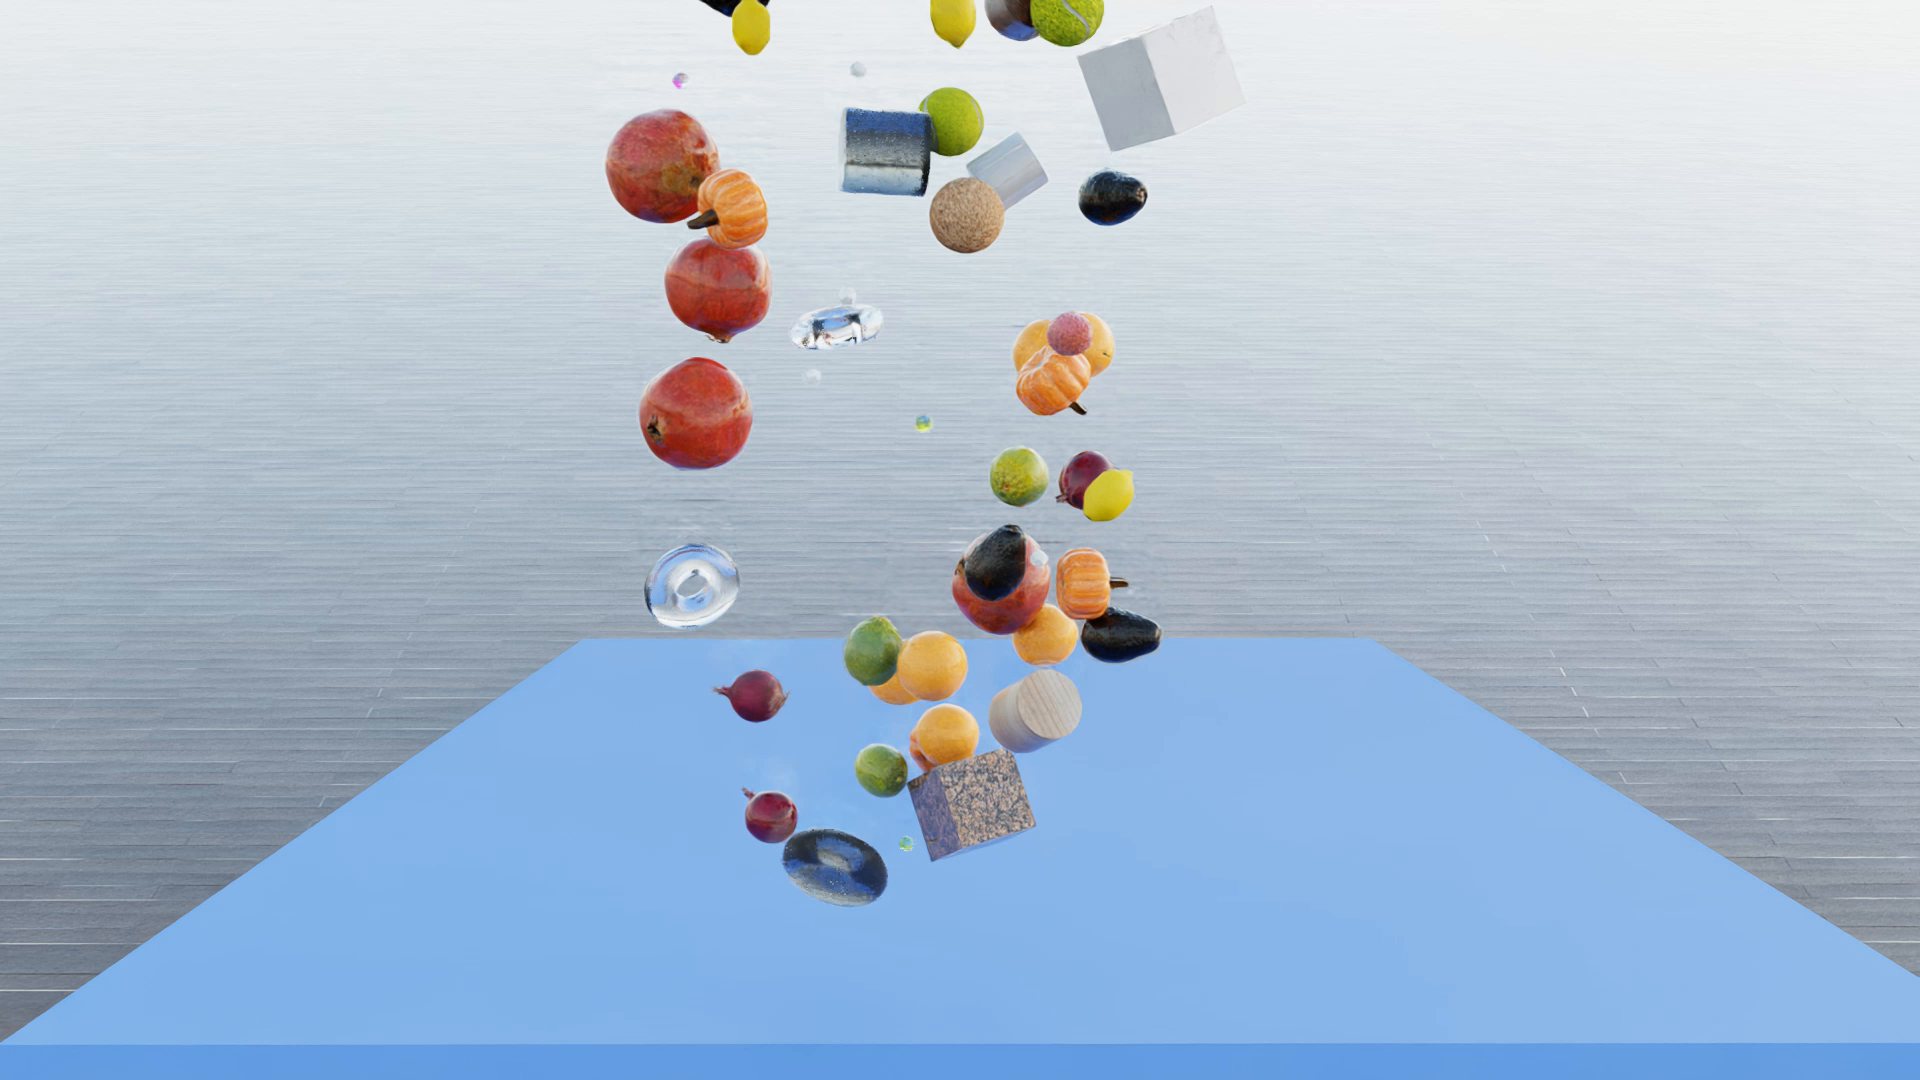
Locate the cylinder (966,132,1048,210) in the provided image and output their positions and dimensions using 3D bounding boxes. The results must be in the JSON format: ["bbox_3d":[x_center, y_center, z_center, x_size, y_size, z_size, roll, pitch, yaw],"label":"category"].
[{"bbox_3d":[0.047,-0.368,2.576,0.061,0.061,0.061,-34,24,0],"label":"cylinder"}]

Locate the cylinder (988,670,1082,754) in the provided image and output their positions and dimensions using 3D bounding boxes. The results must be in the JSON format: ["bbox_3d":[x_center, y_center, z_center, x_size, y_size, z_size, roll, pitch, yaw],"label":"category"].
[{"bbox_3d":[0.072,0.165,2.470,0.068,0.068,0.068,-11,-11,-27],"label":"cylinder"}]

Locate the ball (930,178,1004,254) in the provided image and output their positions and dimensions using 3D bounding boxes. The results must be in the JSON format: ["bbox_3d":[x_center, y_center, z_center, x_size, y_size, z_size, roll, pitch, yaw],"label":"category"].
[{"bbox_3d":[0.007,-0.318,2.513,0.074,0.074,0.074,0,20,0],"label":"ball"}]

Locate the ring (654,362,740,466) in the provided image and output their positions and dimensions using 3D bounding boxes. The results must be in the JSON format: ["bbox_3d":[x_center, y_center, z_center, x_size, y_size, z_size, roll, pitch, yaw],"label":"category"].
[{"bbox_3d":[-0.282,-0.135,2.760,0.040,0.121,0.121,28,30,23],"label":"ring"}]

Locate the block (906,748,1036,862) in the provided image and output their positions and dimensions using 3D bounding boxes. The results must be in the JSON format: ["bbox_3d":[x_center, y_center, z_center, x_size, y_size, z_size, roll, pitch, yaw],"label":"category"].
[{"bbox_3d":[0.012,0.298,2.890,0.094,0.094,0.094,-13,-11,-26],"label":"block"}]

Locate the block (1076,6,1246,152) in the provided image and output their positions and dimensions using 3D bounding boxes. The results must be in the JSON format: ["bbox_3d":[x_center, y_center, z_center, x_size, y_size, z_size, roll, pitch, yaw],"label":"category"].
[{"bbox_3d":[0.181,-0.414,2.312,0.092,0.092,0.092,-28,14,-33],"label":"block"}]

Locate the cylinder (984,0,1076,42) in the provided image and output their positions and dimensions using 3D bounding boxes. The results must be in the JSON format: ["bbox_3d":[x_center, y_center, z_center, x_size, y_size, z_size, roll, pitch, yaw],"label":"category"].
[{"bbox_3d":[0.071,-0.553,2.619,0.076,0.076,0.076,-5,3,-14],"label":"cylinder"}]

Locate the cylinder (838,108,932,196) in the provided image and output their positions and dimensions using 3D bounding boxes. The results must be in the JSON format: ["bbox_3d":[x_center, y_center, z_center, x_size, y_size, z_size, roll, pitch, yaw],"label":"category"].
[{"bbox_3d":[-0.075,-0.383,2.537,0.083,0.083,0.083,2,20,-9],"label":"cylinder"}]

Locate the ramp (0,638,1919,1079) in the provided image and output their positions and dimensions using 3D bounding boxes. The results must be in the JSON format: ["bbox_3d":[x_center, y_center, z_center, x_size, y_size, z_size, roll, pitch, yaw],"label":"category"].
[{"bbox_3d":[0.047,0.424,4.534,2.000,0.100,4.000,0,4,0],"label":"ramp"}]

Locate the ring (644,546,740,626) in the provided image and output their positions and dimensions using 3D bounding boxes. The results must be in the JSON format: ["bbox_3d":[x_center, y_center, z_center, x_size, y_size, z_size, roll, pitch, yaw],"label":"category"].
[{"bbox_3d":[-0.268,0.046,2.563,0.098,0.098,0.033,-6,44,-17],"label":"ring"}]

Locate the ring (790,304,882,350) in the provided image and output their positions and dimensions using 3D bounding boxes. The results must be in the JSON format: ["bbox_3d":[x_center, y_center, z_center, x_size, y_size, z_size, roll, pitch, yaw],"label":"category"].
[{"bbox_3d":[-0.110,-0.190,2.288,0.083,0.028,0.083,-9,14,2],"label":"ring"}]
